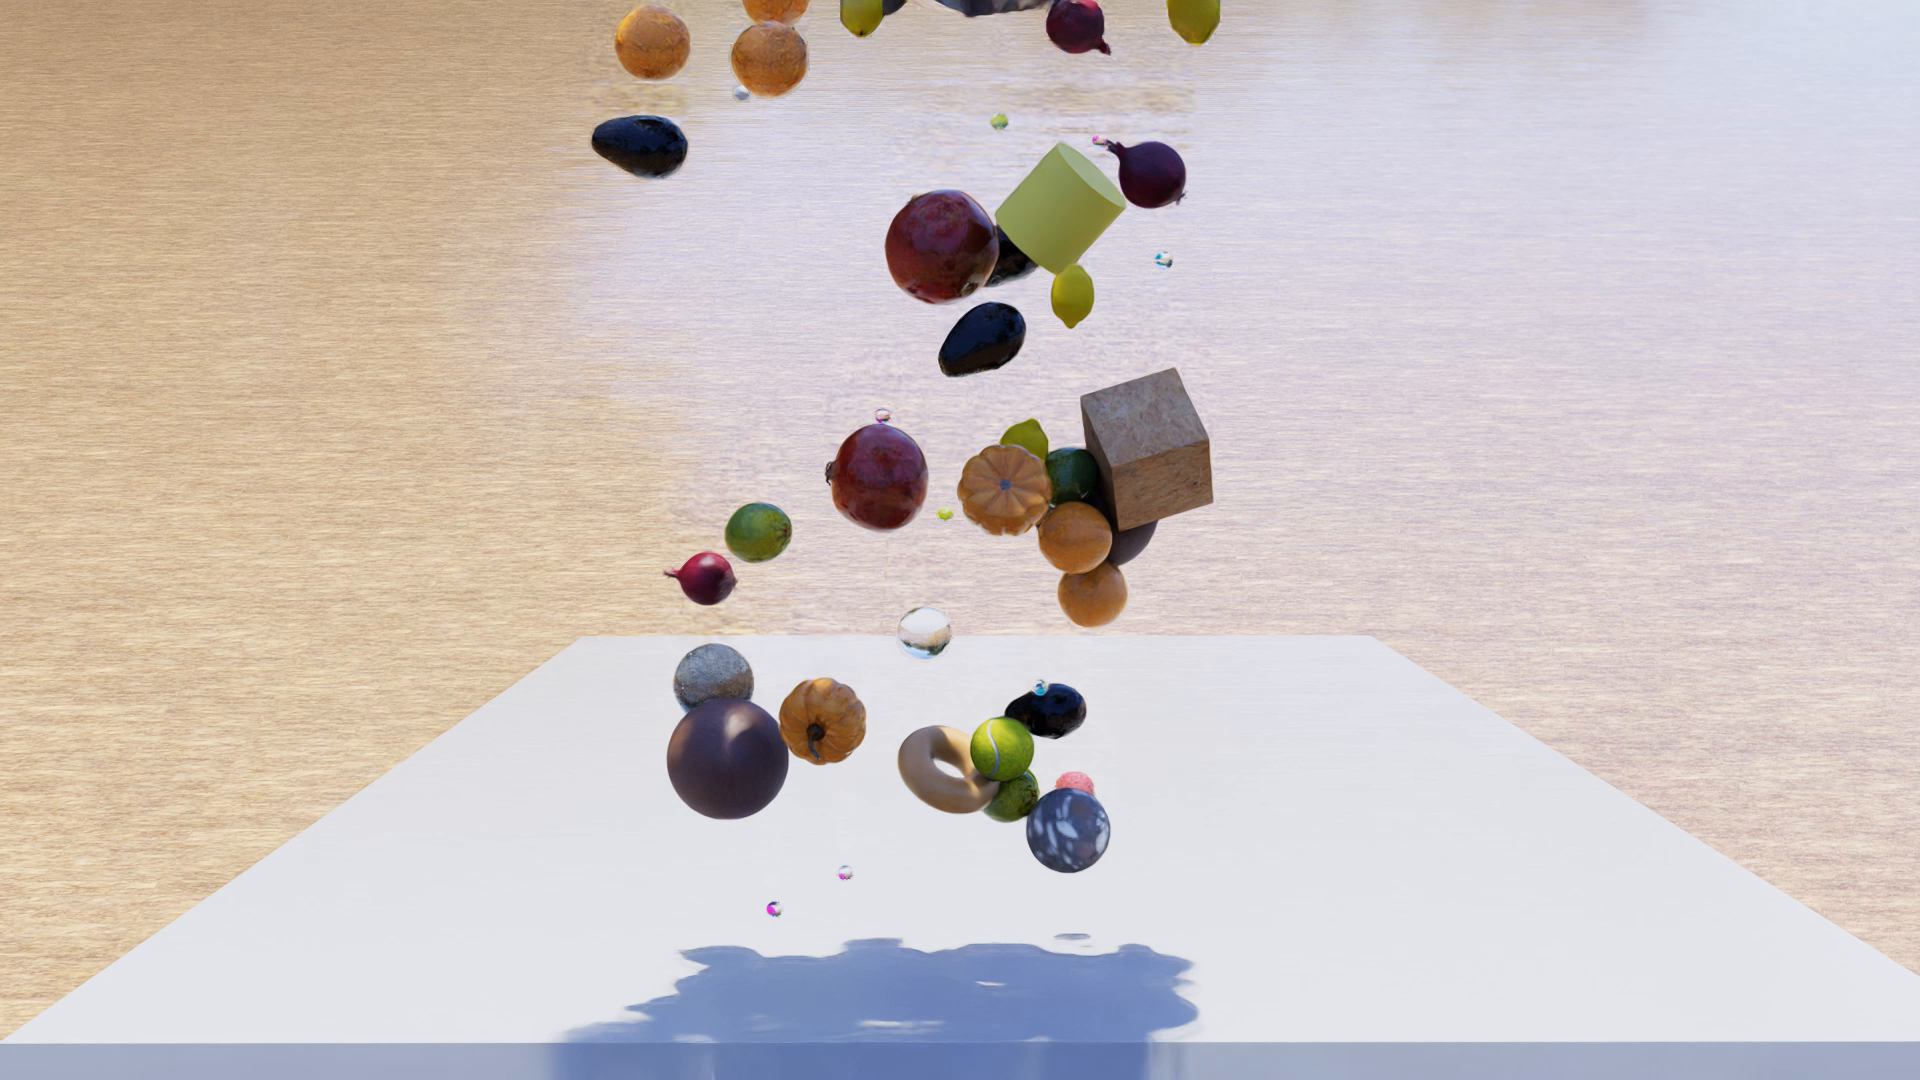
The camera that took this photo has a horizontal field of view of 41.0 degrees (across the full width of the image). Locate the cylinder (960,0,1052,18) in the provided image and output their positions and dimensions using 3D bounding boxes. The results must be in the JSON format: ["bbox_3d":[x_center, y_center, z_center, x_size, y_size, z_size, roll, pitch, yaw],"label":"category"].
[{"bbox_3d":[0.038,-0.494,2.223,0.073,0.073,0.073,-8,21,-7],"label":"cylinder"}]

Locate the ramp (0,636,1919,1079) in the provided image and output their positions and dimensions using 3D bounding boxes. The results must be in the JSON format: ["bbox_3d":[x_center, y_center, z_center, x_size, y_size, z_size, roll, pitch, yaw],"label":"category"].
[{"bbox_3d":[0.046,0.420,4.534,2.000,0.100,4.000,0,4,0],"label":"ramp"}]

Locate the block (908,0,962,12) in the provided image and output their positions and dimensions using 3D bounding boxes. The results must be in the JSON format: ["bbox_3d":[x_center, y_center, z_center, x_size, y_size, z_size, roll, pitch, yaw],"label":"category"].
[{"bbox_3d":[-0.031,-0.580,2.607,0.066,0.066,0.066,18,2,-32],"label":"block"}]

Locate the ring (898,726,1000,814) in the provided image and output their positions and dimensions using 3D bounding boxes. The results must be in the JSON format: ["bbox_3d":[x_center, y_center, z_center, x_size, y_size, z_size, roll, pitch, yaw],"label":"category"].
[{"bbox_3d":[-0.012,0.248,2.769,0.117,0.039,0.117,17,36,-13],"label":"ring"}]

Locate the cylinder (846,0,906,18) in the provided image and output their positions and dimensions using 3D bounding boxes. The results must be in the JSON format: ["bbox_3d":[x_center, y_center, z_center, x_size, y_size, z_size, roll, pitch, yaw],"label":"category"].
[{"bbox_3d":[-0.085,-0.549,2.492,0.059,0.059,0.059,-5,64,-13],"label":"cylinder"}]

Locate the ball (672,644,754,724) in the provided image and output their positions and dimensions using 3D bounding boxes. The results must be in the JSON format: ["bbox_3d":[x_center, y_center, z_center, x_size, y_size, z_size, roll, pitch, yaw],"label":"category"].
[{"bbox_3d":[-0.272,0.159,2.835,0.090,0.090,0.090,0,20,0],"label":"ball"}]

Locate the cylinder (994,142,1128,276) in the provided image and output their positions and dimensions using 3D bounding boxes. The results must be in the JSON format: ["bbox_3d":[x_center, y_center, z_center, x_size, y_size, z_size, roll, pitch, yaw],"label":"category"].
[{"bbox_3d":[0.096,-0.316,2.456,0.090,0.090,0.090,38,20,-16],"label":"cylinder"}]

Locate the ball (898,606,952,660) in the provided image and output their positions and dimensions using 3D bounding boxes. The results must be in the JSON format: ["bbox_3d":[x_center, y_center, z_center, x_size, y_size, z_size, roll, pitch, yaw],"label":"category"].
[{"bbox_3d":[-0.038,0.099,2.732,0.058,0.058,0.058,0,20,0],"label":"ball"}]

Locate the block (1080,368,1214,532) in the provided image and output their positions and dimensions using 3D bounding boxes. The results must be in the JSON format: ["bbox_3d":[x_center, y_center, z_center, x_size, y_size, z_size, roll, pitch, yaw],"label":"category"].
[{"bbox_3d":[0.184,-0.089,2.523,0.099,0.099,0.099,-17,51,-5],"label":"block"}]

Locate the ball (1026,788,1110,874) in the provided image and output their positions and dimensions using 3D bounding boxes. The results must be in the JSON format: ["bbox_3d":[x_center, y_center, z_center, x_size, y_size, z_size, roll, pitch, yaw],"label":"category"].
[{"bbox_3d":[0.117,0.314,2.778,0.092,0.092,0.092,0,20,0],"label":"ball"}]
